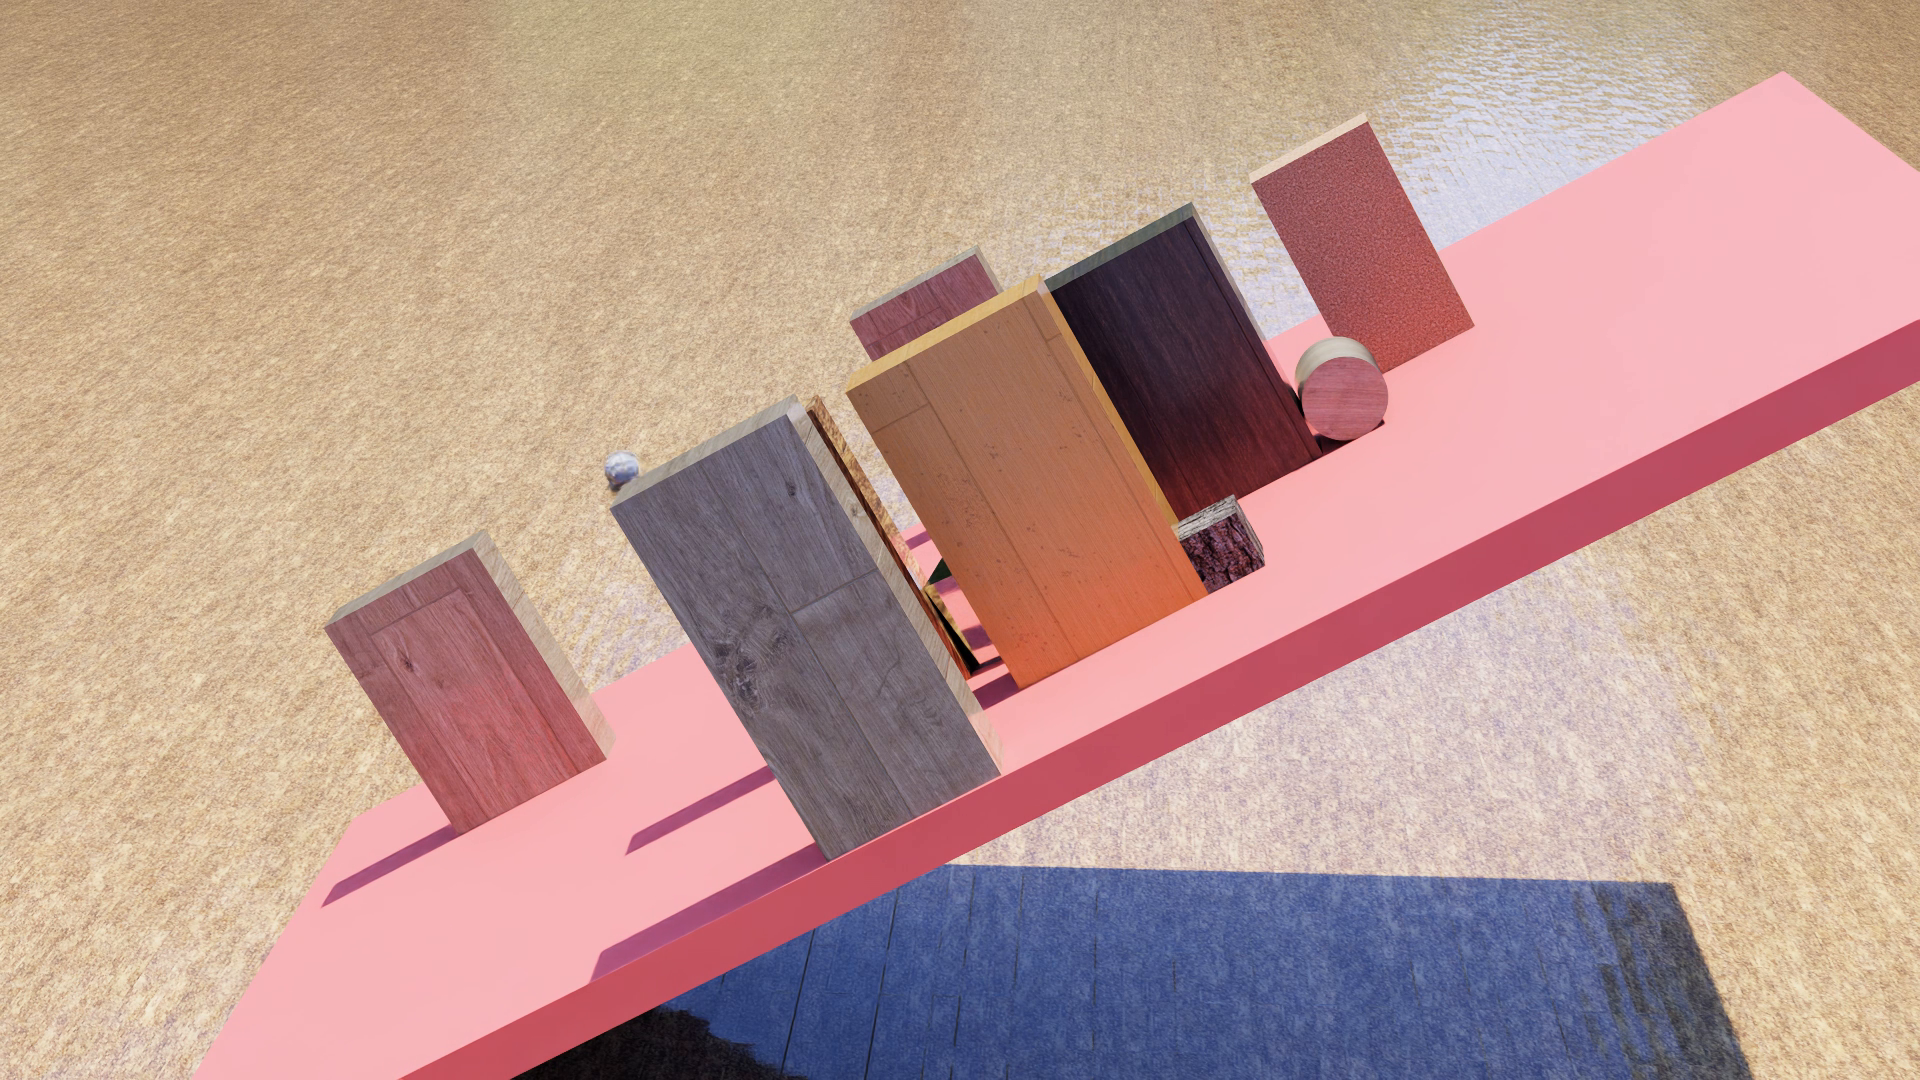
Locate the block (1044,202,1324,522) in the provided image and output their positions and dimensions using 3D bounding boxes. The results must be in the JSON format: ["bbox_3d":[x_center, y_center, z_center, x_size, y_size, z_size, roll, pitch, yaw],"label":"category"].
[{"bbox_3d":[0.425,-0.337,6.072,0.425,0.570,0.145,-27,14,11],"label":"block"}]

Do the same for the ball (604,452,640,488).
[{"bbox_3d":[-1.227,-0.254,10.676,0.126,0.126,0.126,0,18,0],"label":"ball"}]

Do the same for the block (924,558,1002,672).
[{"bbox_3d":[0.086,0.103,5.992,0.205,0.205,0.205,-24,16,24],"label":"block"}]

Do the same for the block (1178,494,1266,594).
[{"bbox_3d":[0.503,0.008,5.655,0.121,0.121,0.121,-27,14,11],"label":"block"}]

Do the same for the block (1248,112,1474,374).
[{"bbox_3d":[0.861,-0.622,6.304,0.276,0.504,0.105,-27,14,11],"label":"block"}]

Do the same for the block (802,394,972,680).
[{"bbox_3d":[-0.303,0.083,5.948,0.397,0.641,0.111,-27,14,11],"label":"block"}]

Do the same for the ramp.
[{"bbox_3d":[0.142,0.167,6.283,4.000,0.100,2.000,-27,14,11],"label":"ramp"}]

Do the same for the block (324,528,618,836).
[{"bbox_3d":[-1.139,0.335,6.869,0.411,0.589,0.141,-27,14,11],"label":"block"}]

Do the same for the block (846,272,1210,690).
[{"bbox_3d":[0.134,-0.108,5.647,0.413,0.681,0.141,-27,14,11],"label":"block"}]

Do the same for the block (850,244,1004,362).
[{"bbox_3d":[0.027,-0.373,7.010,0.342,0.559,0.102,-27,14,11],"label":"block"}]

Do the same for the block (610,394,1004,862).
[{"bbox_3d":[-0.269,0.164,5.336,0.366,0.773,0.138,-27,14,11],"label":"block"}]
